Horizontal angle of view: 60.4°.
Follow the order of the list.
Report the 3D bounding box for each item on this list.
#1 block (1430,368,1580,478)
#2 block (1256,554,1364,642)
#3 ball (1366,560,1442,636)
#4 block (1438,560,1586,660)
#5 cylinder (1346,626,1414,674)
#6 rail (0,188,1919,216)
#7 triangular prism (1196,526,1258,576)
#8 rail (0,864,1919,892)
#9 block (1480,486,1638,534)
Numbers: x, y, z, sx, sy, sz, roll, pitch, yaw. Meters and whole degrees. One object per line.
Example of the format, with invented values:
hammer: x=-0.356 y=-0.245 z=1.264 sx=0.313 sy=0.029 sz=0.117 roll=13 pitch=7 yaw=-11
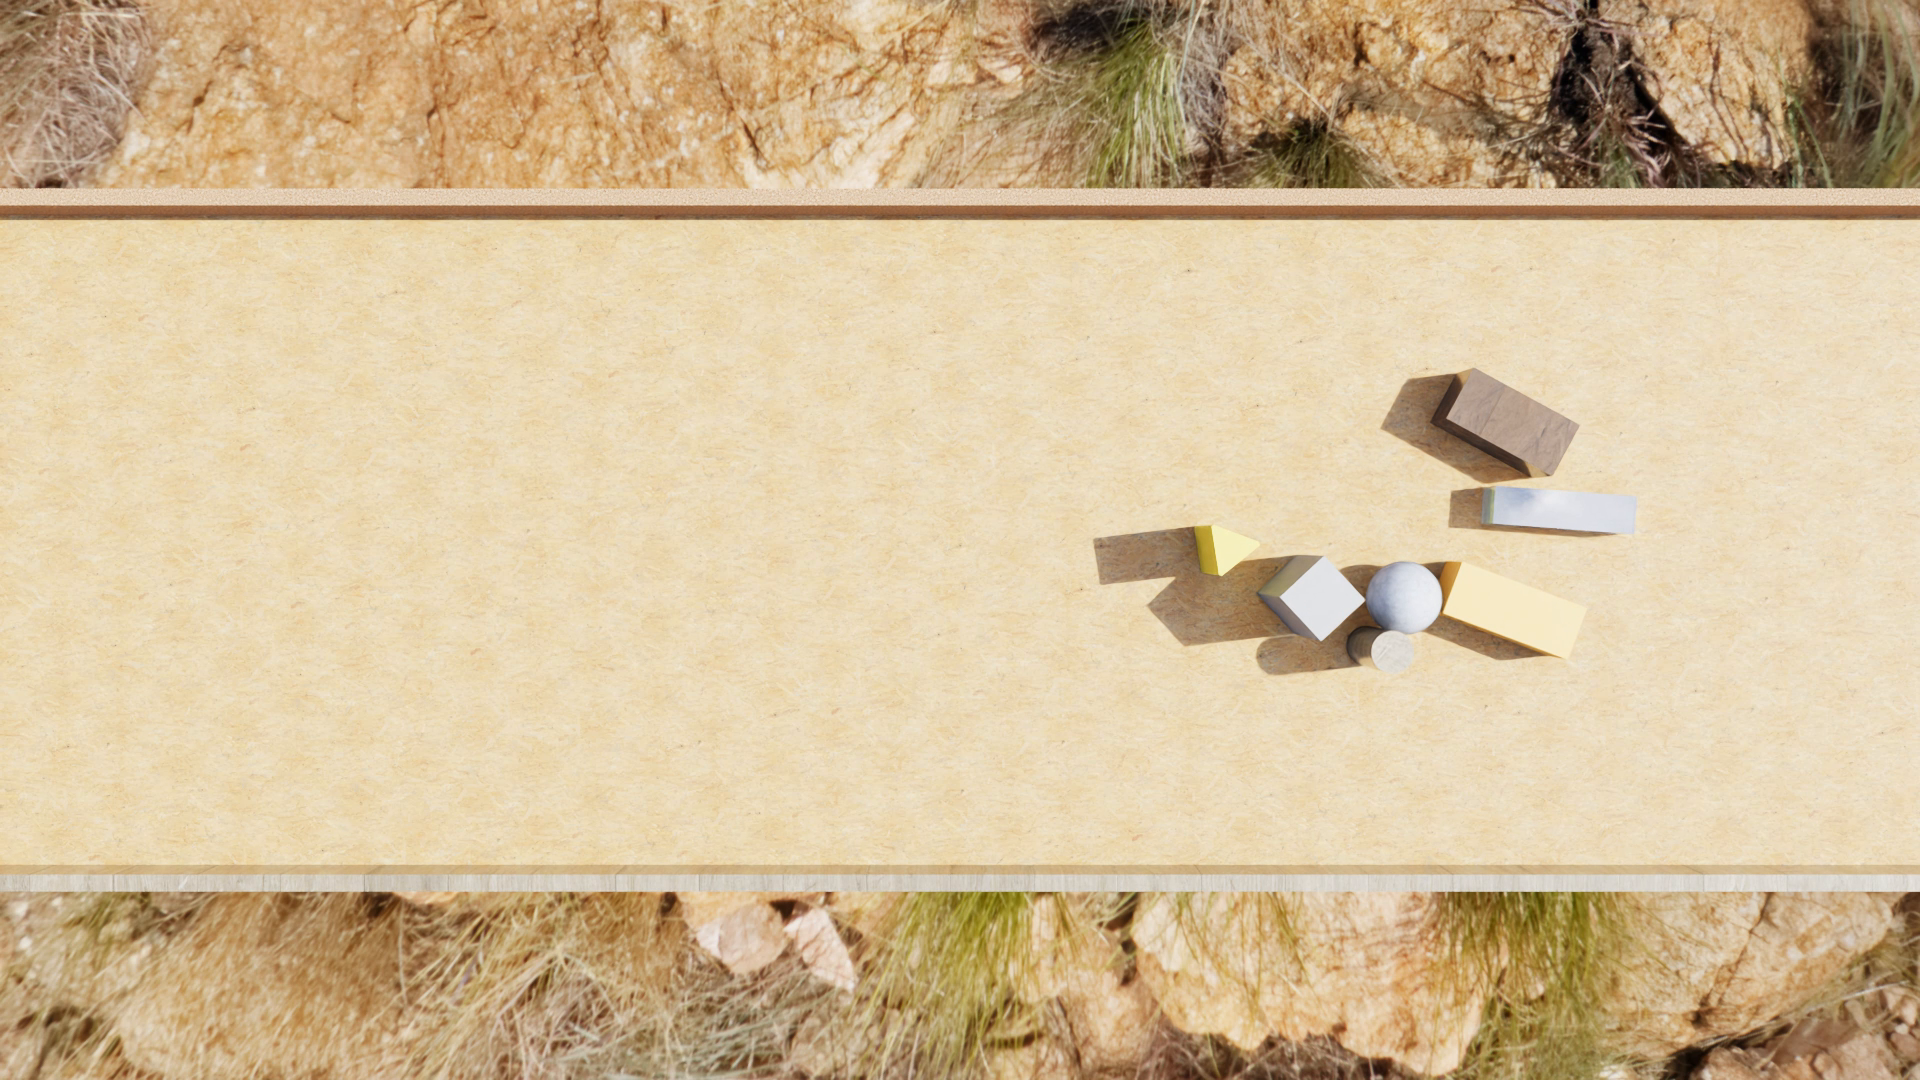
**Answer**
block: x=1.645 y=-0.352 z=4.990 sx=0.360 sy=0.173 sz=0.173 roll=29 pitch=90 yaw=0
block: x=1.033 y=0.167 z=4.887 sx=0.173 sy=0.380 sz=0.173 roll=-43 pitch=90 yaw=0
ball: x=1.336 y=0.175 z=4.965 sx=0.224 sy=0.224 sz=0.224 roll=0 pitch=90 yaw=0
block: x=1.654 y=0.210 z=4.994 sx=0.397 sy=0.164 sz=0.164 roll=20 pitch=90 yaw=0
cylinder: x=1.250 y=0.325 z=4.921 sx=0.123 sy=0.311 sz=0.123 roll=0 pitch=90 yaw=0
rail: x=-2.247 y=-1.025 z=5.002 sx=12.000 sy=0.150 sz=0.050 roll=0 pitch=90 yaw=0
triangular prism: x=0.763 y=0.008 z=4.902 sx=0.145 sy=0.349 sz=0.126 roll=-39 pitch=90 yaw=0
rail: x=-2.247 y=1.025 z=5.001 sx=12.000 sy=0.150 sz=0.050 roll=0 pitch=90 yaw=0
block: x=1.821 y=-0.090 z=5.020 sx=0.428 sy=0.114 sz=0.114 roll=4 pitch=90 yaw=0
